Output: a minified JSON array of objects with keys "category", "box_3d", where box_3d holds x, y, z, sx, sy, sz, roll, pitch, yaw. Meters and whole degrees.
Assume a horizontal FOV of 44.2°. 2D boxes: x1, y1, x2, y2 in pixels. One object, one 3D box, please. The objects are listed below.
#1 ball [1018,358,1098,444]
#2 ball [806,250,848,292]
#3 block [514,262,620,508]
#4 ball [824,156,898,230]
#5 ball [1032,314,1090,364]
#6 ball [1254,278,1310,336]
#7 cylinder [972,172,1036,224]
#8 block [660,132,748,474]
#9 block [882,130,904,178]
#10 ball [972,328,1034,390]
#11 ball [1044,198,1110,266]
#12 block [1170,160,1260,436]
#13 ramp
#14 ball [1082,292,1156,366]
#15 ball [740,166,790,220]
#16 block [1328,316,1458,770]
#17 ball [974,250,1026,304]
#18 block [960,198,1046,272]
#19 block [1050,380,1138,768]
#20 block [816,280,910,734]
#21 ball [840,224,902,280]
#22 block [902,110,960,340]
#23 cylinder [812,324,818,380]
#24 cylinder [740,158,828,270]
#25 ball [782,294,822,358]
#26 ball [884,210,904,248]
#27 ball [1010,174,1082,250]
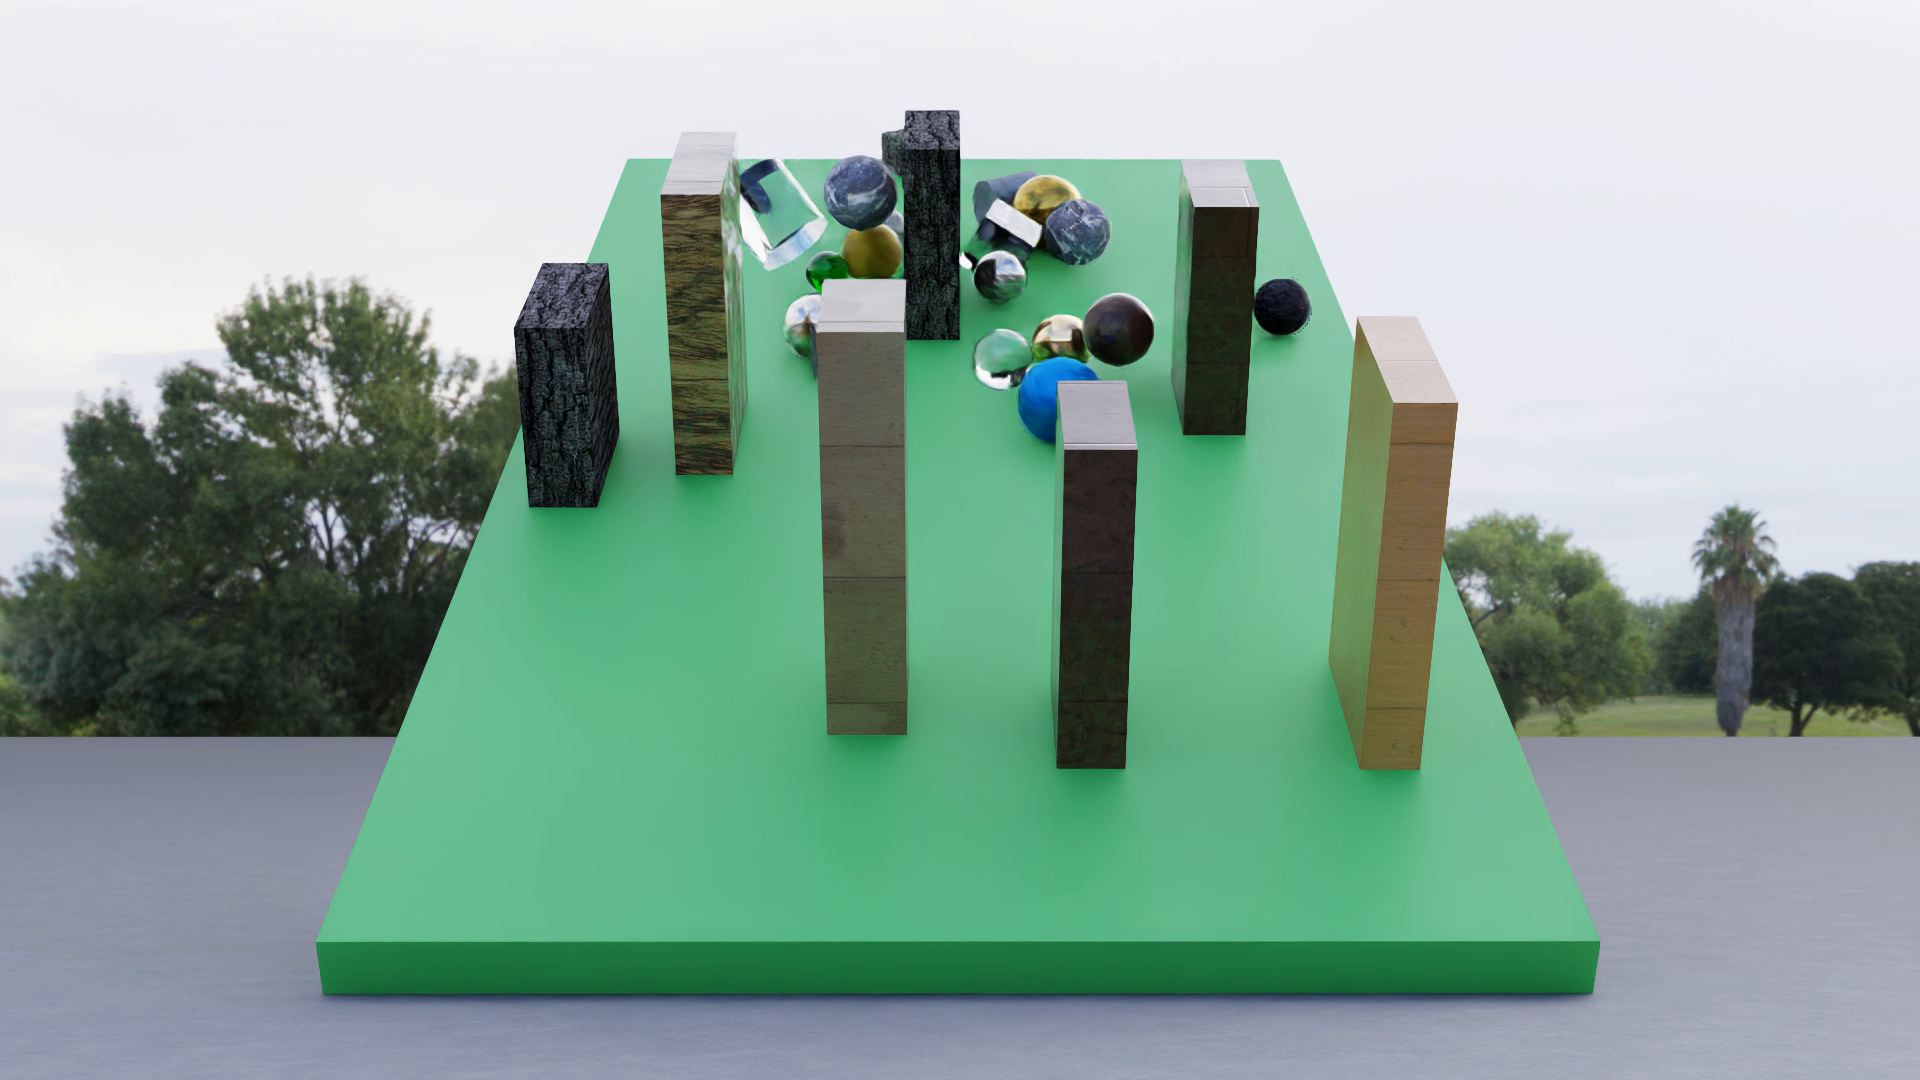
[{"category":"ball","box_3d":[0.227,-0.313,5.333,0.197,0.197,0.197,0,-5,0]},{"category":"ball","box_3d":[-0.348,-0.702,6.199,0.111,0.111,0.111,0,-5,0]},{"category":"block","box_3d":[-0.849,-0.341,5.144,0.145,0.411,0.393,0,27,0]},{"category":"ball","box_3d":[-0.255,-0.894,6.092,0.191,0.191,0.191,0,-5,0]},{"category":"ball","box_3d":[0.246,-0.471,5.703,0.148,0.148,0.148,0,-5,0]},{"category":"ball","box_3d":[0.807,-0.586,5.939,0.143,0.143,0.143,0,-5,0]},{"category":"cylinder","box_3d":[0.140,-0.945,6.633,0.153,0.153,0.153,-16,2,-24]},{"category":"block","box_3d":[-0.563,-0.531,5.263,0.125,0.644,0.443,0,27,0]},{"category":"block","box_3d":[-0.161,-1.170,7.135,0.109,0.109,0.109,-15,30,-27]},{"category":"ball","box_3d":[0.101,-0.428,5.618,0.147,0.147,0.147,0,-5,0]},{"category":"ball","box_3d":[0.314,-0.824,6.329,0.176,0.176,0.176,0,-5,0]},{"category":"block","box_3d":[0.581,-0.559,5.436,0.142,0.546,0.337,0,27,0]},{"category":"ramp","box_3d":[-0.010,-0.227,5.491,2.000,0.100,4.000,0,27,0]},{"category":"ball","box_3d":[0.376,-0.499,5.611,0.173,0.173,0.173,0,-5,0]},{"category":"ball","box_3d":[-0.558,-0.984,6.719,0.150,0.150,0.150,0,-5,0]},{"category":"block","box_3d":[0.751,0.003,4.147,0.105,0.697,0.385,0,27,0]},{"category":"ball","box_3d":[0.104,-0.682,6.133,0.137,0.137,0.137,0,-5,0]},{"category":"block","box_3d":[0.110,-0.779,6.249,0.152,0.152,0.152,32,29,-3]},{"category":"block","box_3d":[0.229,0.061,4.125,0.120,0.612,0.290,0,27,0]},{"category":"block","box_3d":[-0.166,-0.052,4.169,0.143,0.772,0.246,0,27,0]},{"category":"ball","box_3d":[-0.234,-0.759,6.255,0.164,0.164,0.164,0,-5,0]},{"category":"block","box_3d":[-0.070,-0.796,5.963,0.139,0.493,0.332,0,27,0]},{"category":"cylinder","box_3d":[-0.284,-0.451,5.666,0.130,0.130,0.130,-2,-4,-8]},{"category":"cylinder","box_3d":[-0.490,-0.850,6.172,0.207,0.207,0.207,-36,-8,-6]},{"category":"ball","box_3d":[-0.354,-0.523,5.789,0.159,0.159,0.159,0,-5,0]},{"category":"ball","box_3d":[-0.201,-0.832,6.384,0.129,0.129,0.129,0,-5,0]},{"category":"ball","box_3d":[0.239,-0.899,6.491,0.205,0.205,0.205,0,-5,0]}]
